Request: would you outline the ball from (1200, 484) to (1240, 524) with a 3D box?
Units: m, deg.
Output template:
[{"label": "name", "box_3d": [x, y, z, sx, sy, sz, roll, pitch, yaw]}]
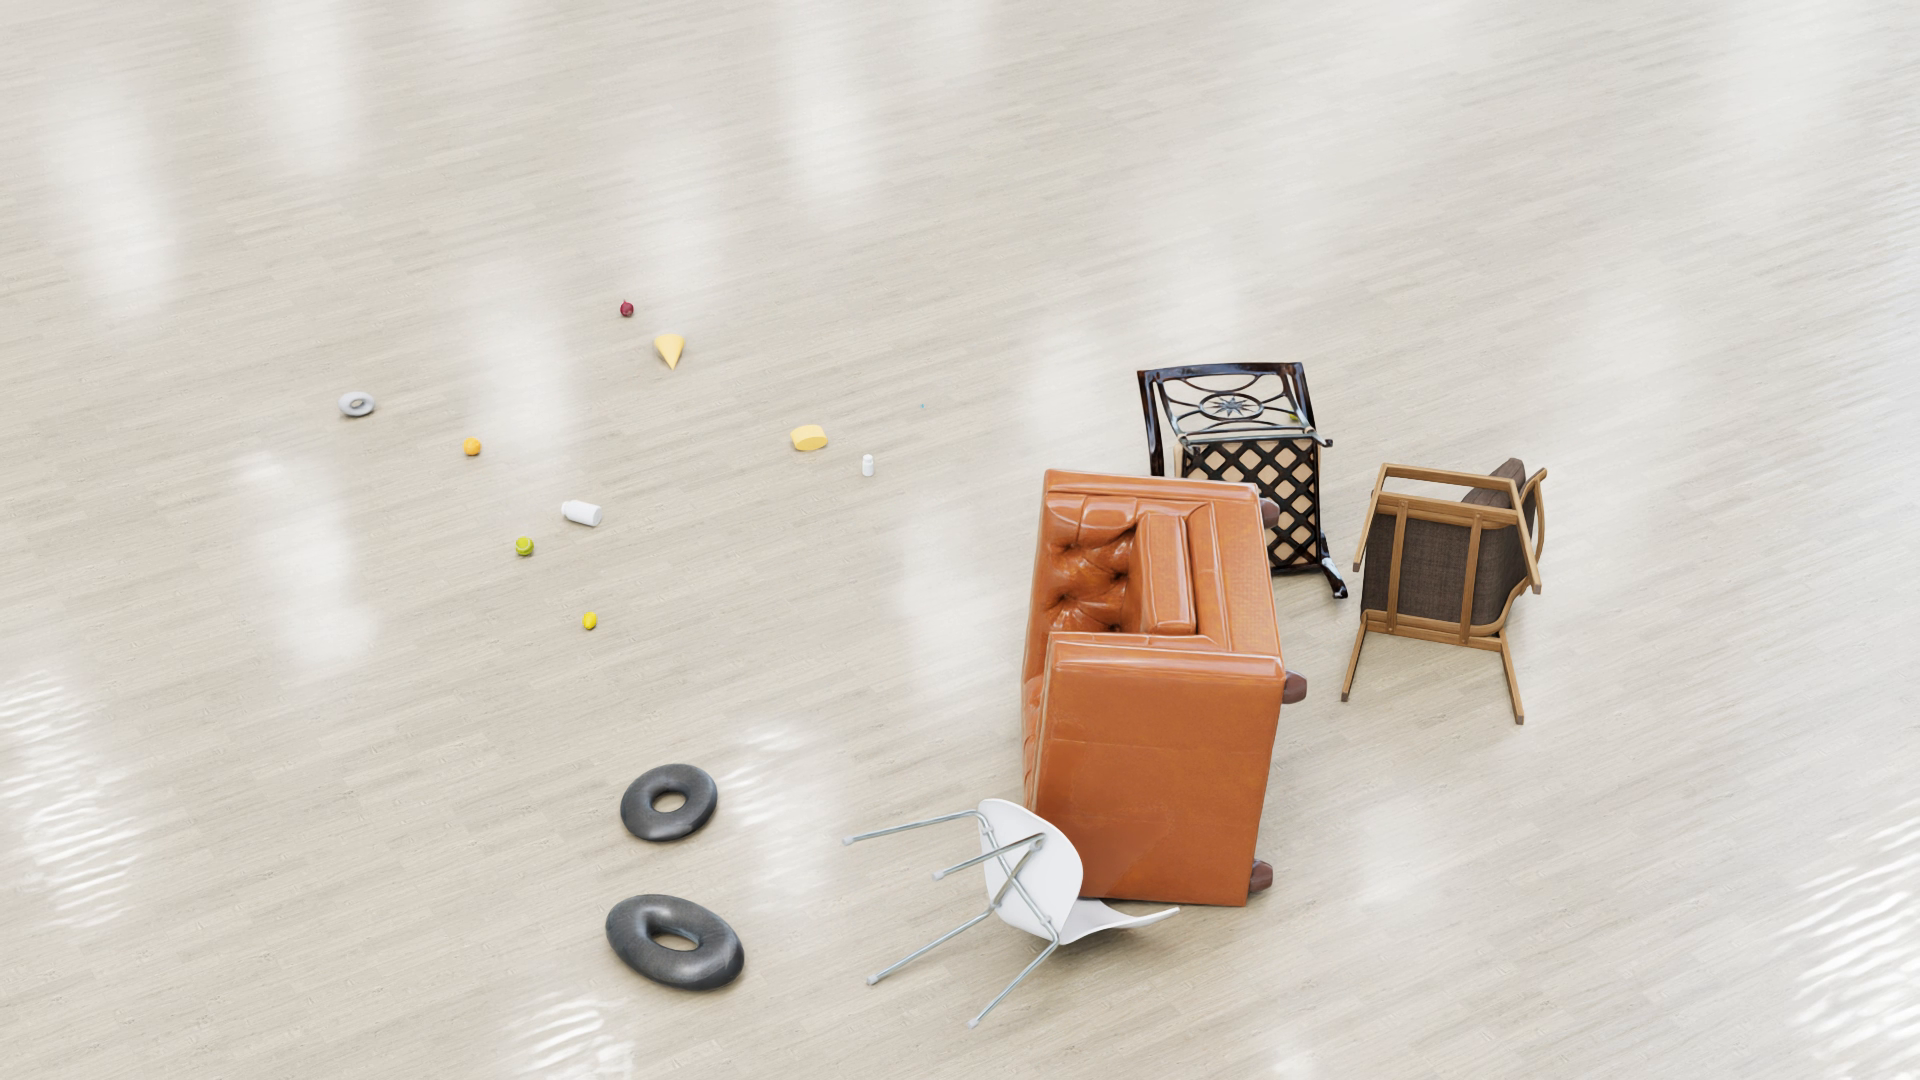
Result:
[{"label": "ball", "box_3d": [0.973, -0.134, 11.012, 0.150, 0.150, 0.150, 0, 33, 0]}]

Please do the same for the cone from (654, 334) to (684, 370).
[{"label": "cone", "box_3d": [-1.186, -0.755, 12.050, 0.128, 0.089, 0.169, 1, 48, -14]}]

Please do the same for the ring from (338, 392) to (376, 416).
[{"label": "ring", "box_3d": [-2.405, -0.544, 11.687, 0.150, 0.094, 0.078, -6, 20, -31]}]

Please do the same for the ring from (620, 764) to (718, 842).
[{"label": "ring", "box_3d": [-0.951, 0.857, 9.585, 0.314, 0.066, 0.389, 6, 34, 11]}]

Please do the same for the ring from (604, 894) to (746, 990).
[{"label": "ring", "box_3d": [-0.874, 1.230, 8.981, 0.506, 0.109, 0.324, 23, 39, 32]}]

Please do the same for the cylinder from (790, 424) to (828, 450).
[{"label": "cylinder", "box_3d": [-0.592, -0.401, 11.500, 0.130, 0.058, 0.092, -11, 35, -12]}]
